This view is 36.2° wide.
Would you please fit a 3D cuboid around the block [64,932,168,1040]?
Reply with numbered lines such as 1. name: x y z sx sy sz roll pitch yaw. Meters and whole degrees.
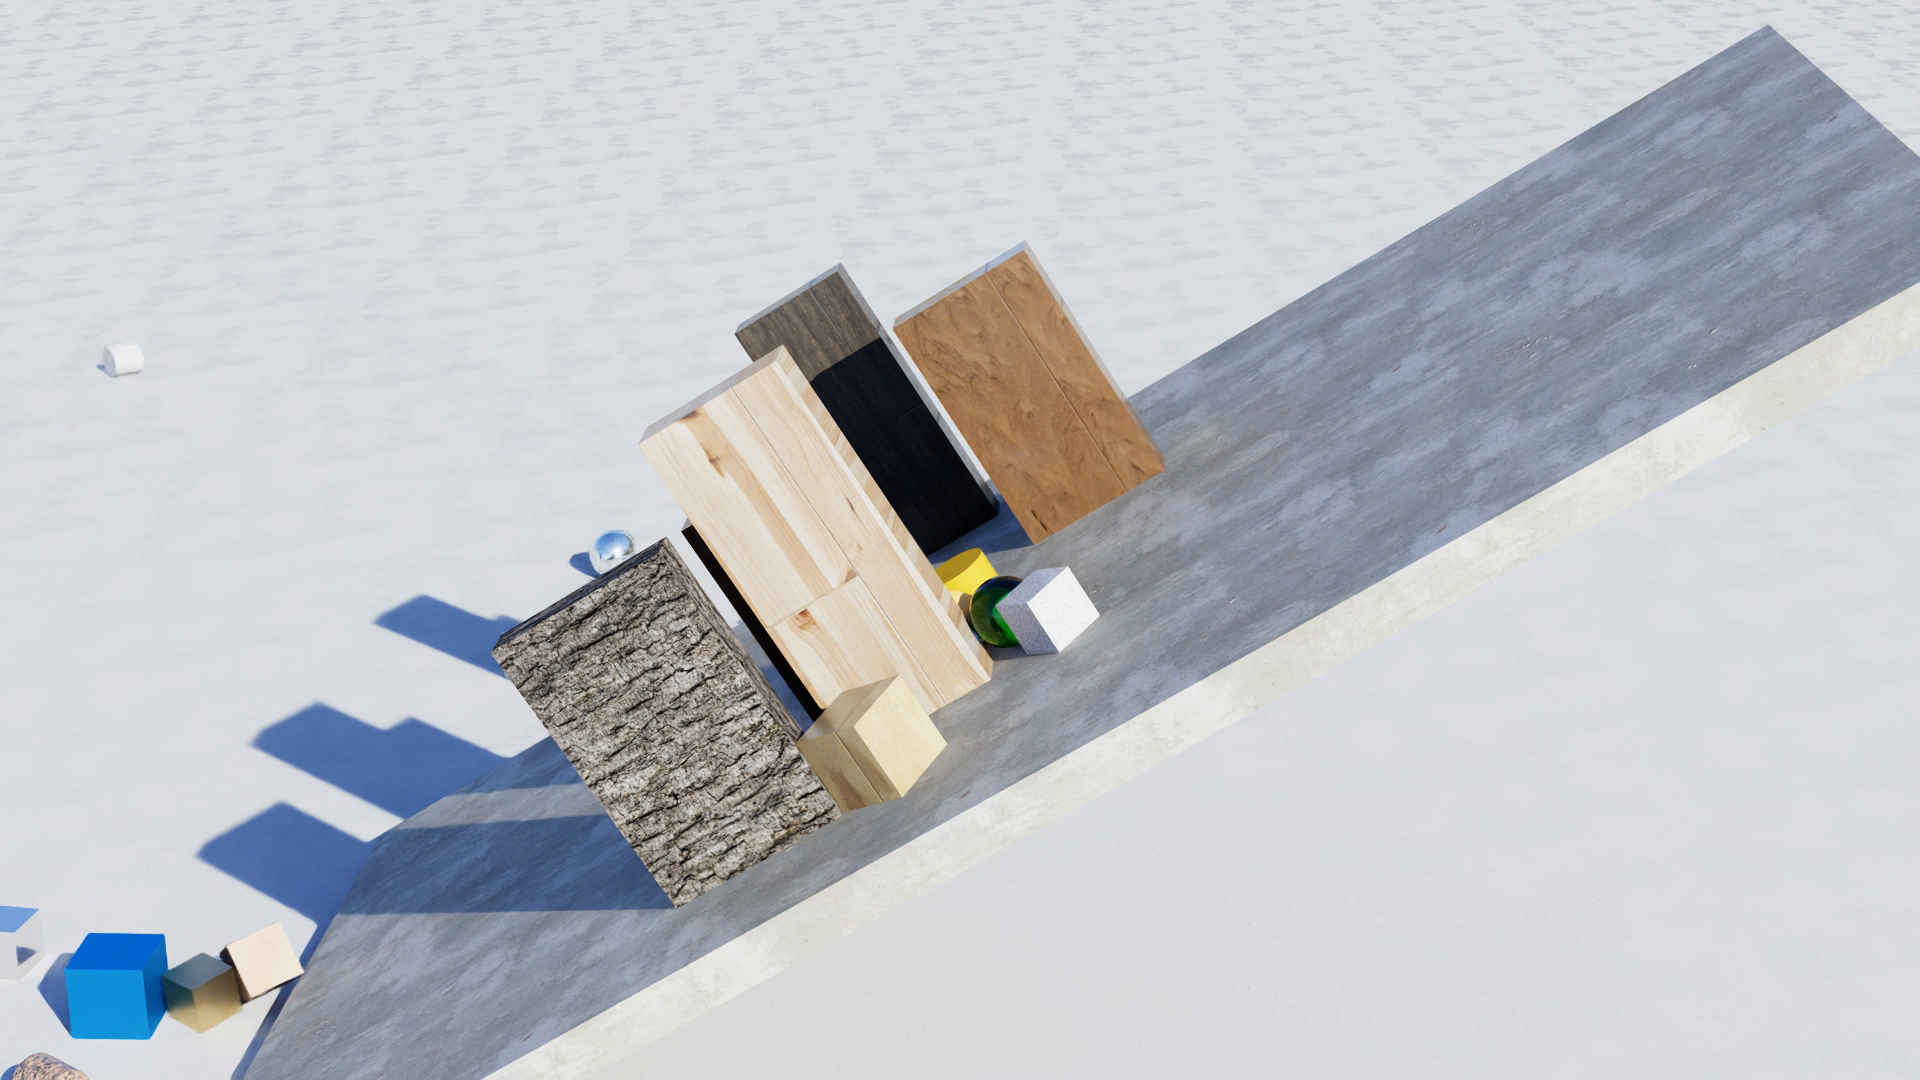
1. block: -1.970 1.044 6.890 0.181 0.181 0.181 1 20 1

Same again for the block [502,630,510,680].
1. block: -1.274 0.349 8.867 0.147 0.147 0.147 -16 25 -38

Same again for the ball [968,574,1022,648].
1. ball: 0.092 0.145 5.985 0.149 0.149 0.149 0 20 0

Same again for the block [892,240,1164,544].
1. block: 0.154 -0.321 6.470 0.338 0.584 0.087 -30 15 13

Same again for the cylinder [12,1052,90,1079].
1. cylinder: -2.012 1.212 6.512 0.122 0.122 0.122 15 25 36

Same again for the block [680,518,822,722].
1. block: -0.290 0.094 6.197 0.347 0.531 0.104 -30 15 13

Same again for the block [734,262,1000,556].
1. block: -0.214 -0.281 6.900 0.287 0.694 0.082 -30 15 13

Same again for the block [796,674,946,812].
1. block: -0.172 0.395 5.707 0.171 0.171 0.171 -19 21 44

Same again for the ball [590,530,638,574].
1. ball: -1.143 0.048 9.690 0.156 0.156 0.156 0 20 0

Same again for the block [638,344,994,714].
1. block: -0.283 0.027 5.904 0.330 0.781 0.115 -30 15 13

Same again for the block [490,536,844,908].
1. block: -0.561 0.360 5.725 0.394 0.636 0.094 -30 15 13

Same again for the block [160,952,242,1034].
1. block: -1.782 1.064 6.911 0.119 0.119 0.119 16 31 37

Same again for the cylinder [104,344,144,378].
1. cylinder: -3.384 -0.727 11.893 0.118 0.118 0.118 -16 25 -37

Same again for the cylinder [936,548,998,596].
1. cylinder: 0.023 0.119 6.218 0.146 0.146 0.146 -31 15 9

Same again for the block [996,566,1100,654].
1. block: 0.174 0.141 5.876 0.122 0.122 0.122 -41 17 -26

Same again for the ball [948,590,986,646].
1. ball: -0.016 0.181 6.086 0.155 0.155 0.155 0 20 0

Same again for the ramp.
1. ramp: 0.140 0.170 6.292 4.000 0.100 2.000 -30 15 13

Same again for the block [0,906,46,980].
1. block: -2.321 0.978 7.150 0.129 0.129 0.129 4 20 10

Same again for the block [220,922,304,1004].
1. block: -1.655 1.002 6.966 0.134 0.134 0.134 -25 -5 -26
